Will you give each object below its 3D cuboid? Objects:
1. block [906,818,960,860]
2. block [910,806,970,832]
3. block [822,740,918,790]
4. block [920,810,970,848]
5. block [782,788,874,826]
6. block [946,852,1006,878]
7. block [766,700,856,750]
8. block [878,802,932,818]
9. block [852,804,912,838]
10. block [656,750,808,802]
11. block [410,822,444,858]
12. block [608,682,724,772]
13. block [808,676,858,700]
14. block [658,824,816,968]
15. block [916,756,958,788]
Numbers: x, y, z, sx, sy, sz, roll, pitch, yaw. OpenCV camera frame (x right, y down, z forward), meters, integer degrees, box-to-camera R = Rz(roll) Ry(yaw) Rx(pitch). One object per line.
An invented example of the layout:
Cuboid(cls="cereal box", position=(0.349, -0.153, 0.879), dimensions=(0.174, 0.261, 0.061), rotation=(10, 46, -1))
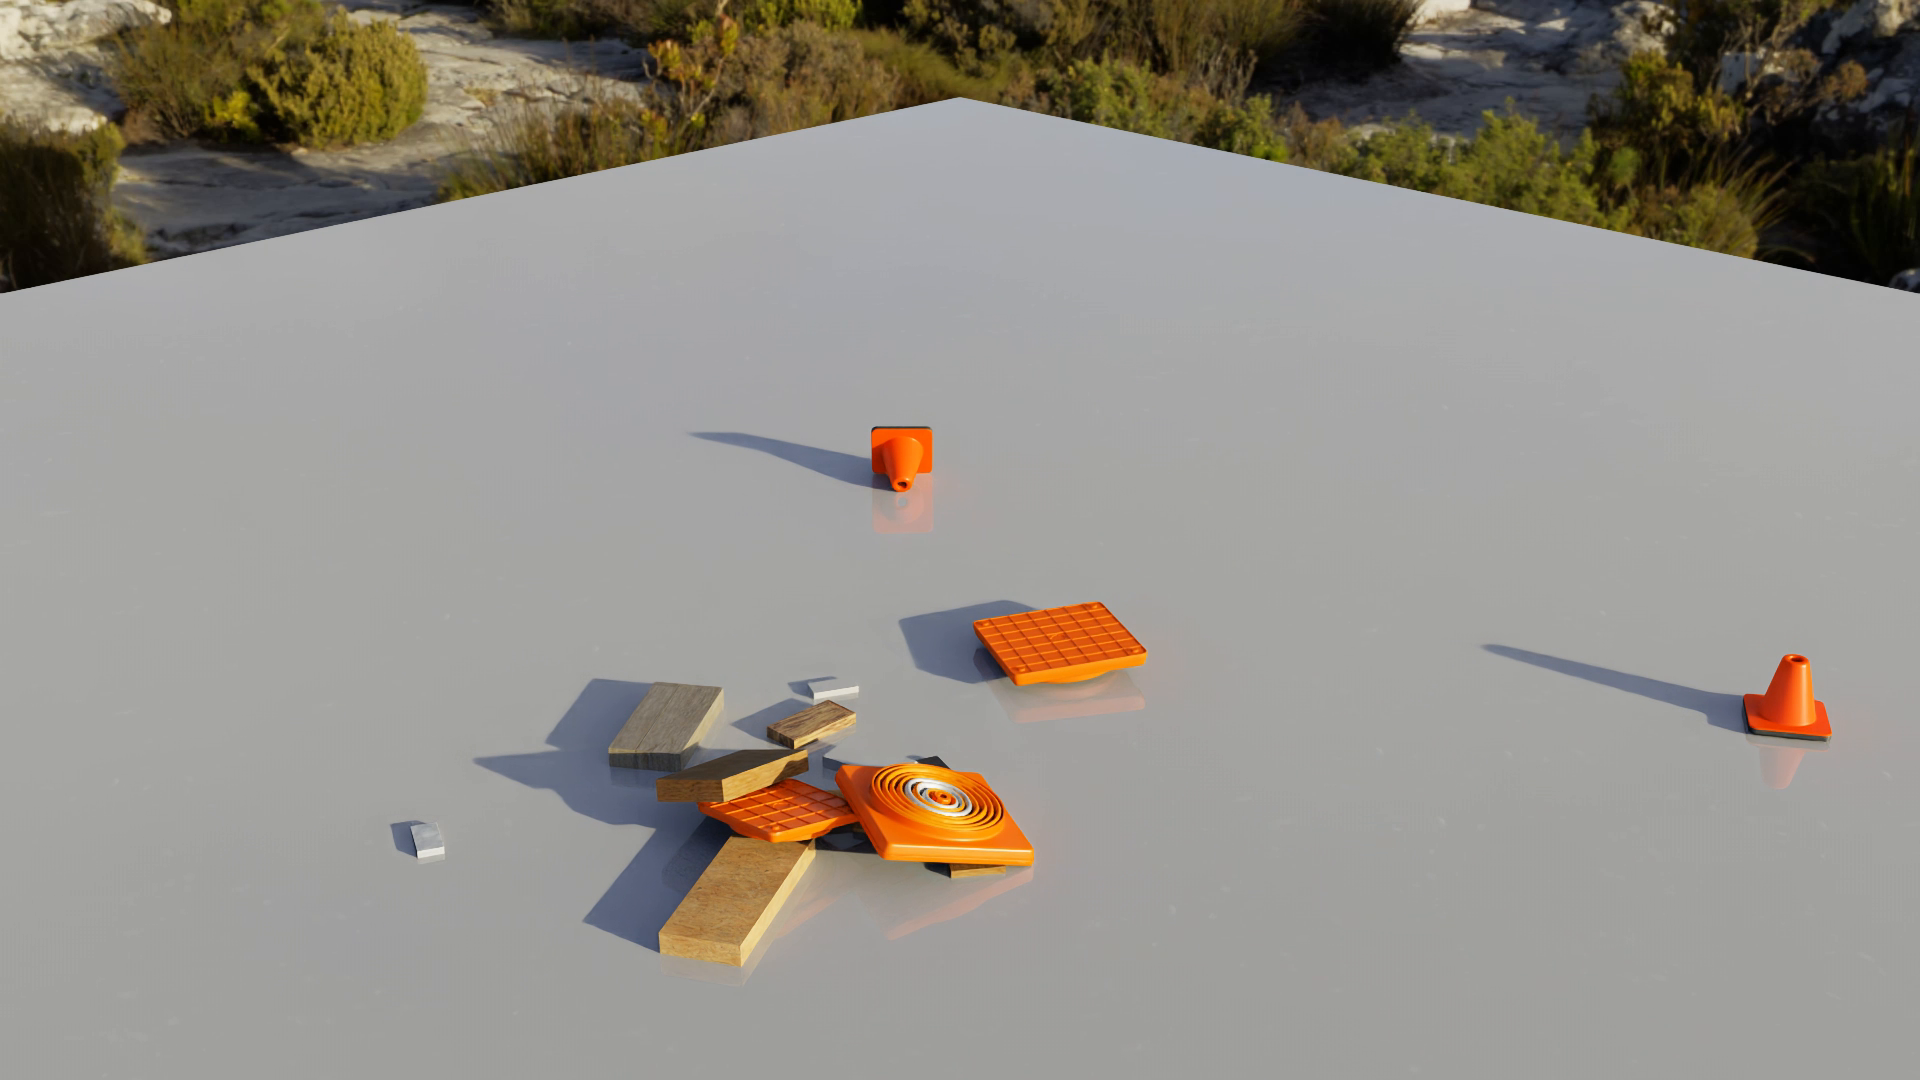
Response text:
Cuboid(cls="block", position=(-0.055, 0.583, 4.295), dimensions=(0.053, 0.015, 0.106), rotation=(-3, 31, -42))
Cuboid(cls="block", position=(-0.040, 0.567, 4.384), dimensions=(0.109, 0.015, 0.054), rotation=(13, 36, 19))
Cuboid(cls="block", position=(-0.190, 0.471, 4.619), dimensions=(0.179, 0.025, 0.090), rotation=(14, 27, 30))
Cuboid(cls="block", position=(-0.038, 0.578, 4.342), dimensions=(0.106, 0.015, 0.053), rotation=(26, 48, 30))
Cuboid(cls="block", position=(-0.268, 0.541, 4.454), dimensions=(0.179, 0.025, 0.090), rotation=(-3, 23, -8))
Cuboid(cls="block", position=(0.031, 0.629, 4.258), dimensions=(0.106, 0.015, 0.053), rotation=(-4, 23, -9))
Cuboid(cls="block", position=(-0.323, 0.402, 4.782), dimensions=(0.090, 0.025, 0.179), rotation=(21, 31, 40))
Cuboid(cls="block", position=(-0.110, 0.550, 4.446), dimensions=(0.109, 0.015, 0.054), rotation=(-1, 23, -1))
Cuboid(cls="block", position=(-0.155, 0.561, 4.385), dimensions=(0.109, 0.015, 0.054), rotation=(6, 56, 14))
Cuboid(cls="block", position=(-0.456, 0.475, 4.443), dimensions=(0.157, 0.045, 0.315), rotation=(-3, 5, 28))
Cuboid(cls="block", position=(-1.053, 0.592, 4.346), dimensions=(0.052, 0.015, 0.103), rotation=(-8, 24, -19))
Cuboid(cls="block", position=(-0.632, 0.402, 4.756), dimensions=(0.158, 0.045, 0.315), rotation=(4, 23, 10))
Cuboid(cls="block", position=(-0.286, 0.333, 4.957), dimensions=(0.103, 0.015, 0.052), rotation=(-8, 24, -18))
Cuboid(cls="block", position=(-0.414, 0.664, 4.139), dimensions=(0.158, 0.045, 0.398), rotation=(6, 24, 15))
Cuboid(cls="block", position=(-0.049, 0.485, 4.600), dimensions=(0.052, 0.015, 0.103), rotation=(-11, 25, -23))
